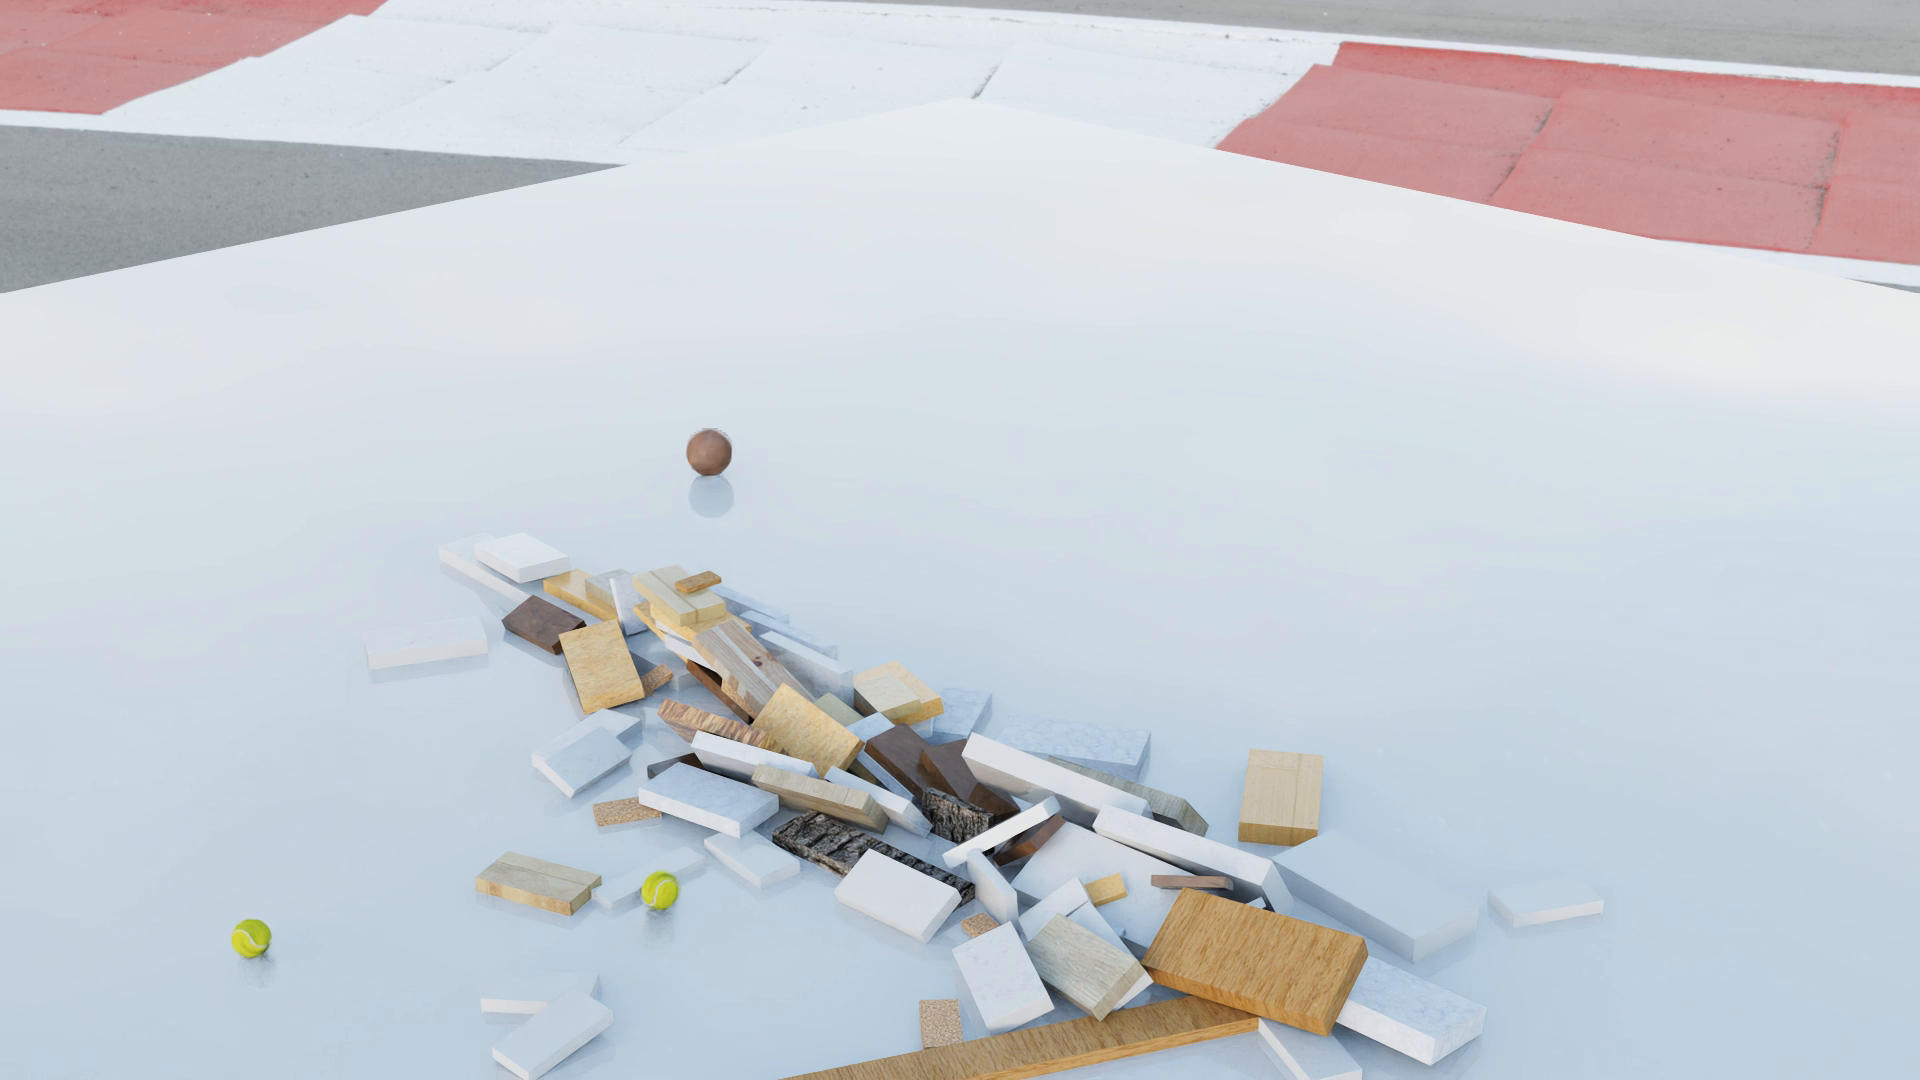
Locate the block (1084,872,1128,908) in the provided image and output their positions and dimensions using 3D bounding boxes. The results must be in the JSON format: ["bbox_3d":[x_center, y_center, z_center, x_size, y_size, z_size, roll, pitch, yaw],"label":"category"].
[{"bbox_3d":[0.255,0.648,4.040,0.097,0.014,0.049,-19,40,1],"label":"block"}]

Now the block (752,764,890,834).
[{"bbox_3d":[-0.278,0.517,4.387,0.256,0.128,0.036,12,65,26],"label":"block"}]

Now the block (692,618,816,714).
[{"bbox_3d":[-0.414,0.316,4.731,0.115,0.033,0.383,-23,53,-39],"label":"block"}]

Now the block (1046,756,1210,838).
[{"bbox_3d":[0.327,0.516,4.365,0.309,0.154,0.044,15,72,32],"label":"block"}]

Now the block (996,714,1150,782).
[{"bbox_3d":[0.237,0.441,4.666,0.309,0.044,0.154,6,24,14],"label":"block"}]

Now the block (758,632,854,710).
[{"bbox_3d":[-0.340,0.309,4.859,0.038,0.135,0.271,-21,31,-41],"label":"block"}]

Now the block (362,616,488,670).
[{"bbox_3d":[-1.252,0.239,5.149,0.270,0.038,0.135,-8,24,-18],"label":"block"}]

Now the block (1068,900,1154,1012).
[{"bbox_3d":[0.238,0.744,3.891,0.118,0.033,0.236,-37,30,-4],"label":"block"}]

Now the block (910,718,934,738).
[{"bbox_3d":[-0.090,0.394,4.736,0.064,0.018,0.128,-10,19,6],"label":"block"}]

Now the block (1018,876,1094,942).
[{"bbox_3d":[0.175,0.680,4.025,0.136,0.019,0.068,-36,35,5],"label":"block"}]

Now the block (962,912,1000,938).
[{"bbox_3d":[0.051,0.721,4.045,0.049,0.014,0.097,-15,27,-31],"label":"block"}]

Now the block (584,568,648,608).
[{"bbox_3d":[-0.800,0.125,5.257,0.102,0.029,0.204,-18,29,-36],"label":"block"}]

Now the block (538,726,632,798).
[{"bbox_3d":[-0.779,0.462,4.585,0.093,0.026,0.186,40,36,13],"label":"block"}]

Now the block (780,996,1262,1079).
[{"bbox_3d":[0.051,0.871,3.675,0.971,0.027,0.094,-7,24,-17],"label":"block"}]

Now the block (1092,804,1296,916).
[{"bbox_3d":[0.436,0.607,4.108,0.357,0.179,0.051,16,64,33],"label":"block"}]

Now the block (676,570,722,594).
[{"bbox_3d":[-0.593,0.096,4.990,0.094,0.013,0.047,-19,32,-37],"label":"block"}]

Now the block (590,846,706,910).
[{"bbox_3d":[-0.595,0.647,4.214,0.064,0.018,0.227,21,31,40],"label":"block"}]

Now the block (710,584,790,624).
[{"bbox_3d":[-0.503,0.200,5.115,0.274,0.137,0.039,20,30,39],"label":"block"}]

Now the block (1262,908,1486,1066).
[{"bbox_3d":[0.667,0.773,3.840,0.464,0.050,0.175,19,21,38],"label":"block"}]

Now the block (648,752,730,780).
[{"bbox_3d":[-0.529,0.474,4.611,0.233,0.027,0.094,-14,27,-30],"label":"block"}]

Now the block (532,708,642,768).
[{"bbox_3d":[-0.796,0.433,4.702,0.107,0.030,0.240,12,26,27],"label":"block"}]

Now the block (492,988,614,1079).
[{"bbox_3d":[-0.688,0.836,3.720,0.094,0.027,0.187,23,38,34],"label":"block"}]

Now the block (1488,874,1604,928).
[{"bbox_3d":[1.100,0.677,4.130,0.188,0.027,0.094,-6,24,-15],"label":"block"}]

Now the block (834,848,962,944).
[{"bbox_3d":[-0.117,0.663,4.101,0.221,0.031,0.111,19,55,37],"label":"block"}]

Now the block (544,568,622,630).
[{"bbox_3d":[-0.871,0.140,5.296,0.102,0.029,0.310,-21,31,-40],"label":"block"}]

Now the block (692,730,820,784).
[{"bbox_3d":[-0.411,0.462,4.482,0.256,0.128,0.036,14,65,16],"label":"block"}]

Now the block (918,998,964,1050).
[{"bbox_3d":[-0.033,0.835,3.769,0.068,0.019,0.136,-2,23,-4],"label":"block"}]

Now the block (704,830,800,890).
[{"bbox_3d":[-0.405,0.614,4.279,0.093,0.026,0.186,-19,29,-37],"label":"block"}]

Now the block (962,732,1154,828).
[{"bbox_3d":[0.196,0.493,4.313,0.374,0.179,0.051,20,72,19],"label":"block"}]

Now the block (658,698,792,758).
[{"bbox_3d":[-0.486,0.409,4.563,0.271,0.135,0.038,15,66,31],"label":"block"}]

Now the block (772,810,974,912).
[{"bbox_3d":[-0.171,0.625,4.247,0.431,0.031,0.111,19,29,37],"label":"block"}]

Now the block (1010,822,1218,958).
[{"bbox_3d":[0.283,0.653,4.072,0.350,0.050,0.175,19,53,37],"label":"block"}]

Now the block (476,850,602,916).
[{"bbox_3d":[-0.802,0.653,4.184,0.213,0.030,0.107,10,25,23],"label":"block"}]

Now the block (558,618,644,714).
[{"bbox_3d":[-0.815,0.284,4.986,0.137,0.039,0.305,-16,30,-12],"label":"block"}]

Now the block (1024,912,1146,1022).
[{"bbox_3d":[0.208,0.745,3.852,0.118,0.033,0.236,-45,32,-16],"label":"block"}]

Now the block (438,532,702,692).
[{"bbox_3d":[-0.935,0.161,5.332,0.135,0.038,1.025,-20,30,-39],"label":"block"}]
